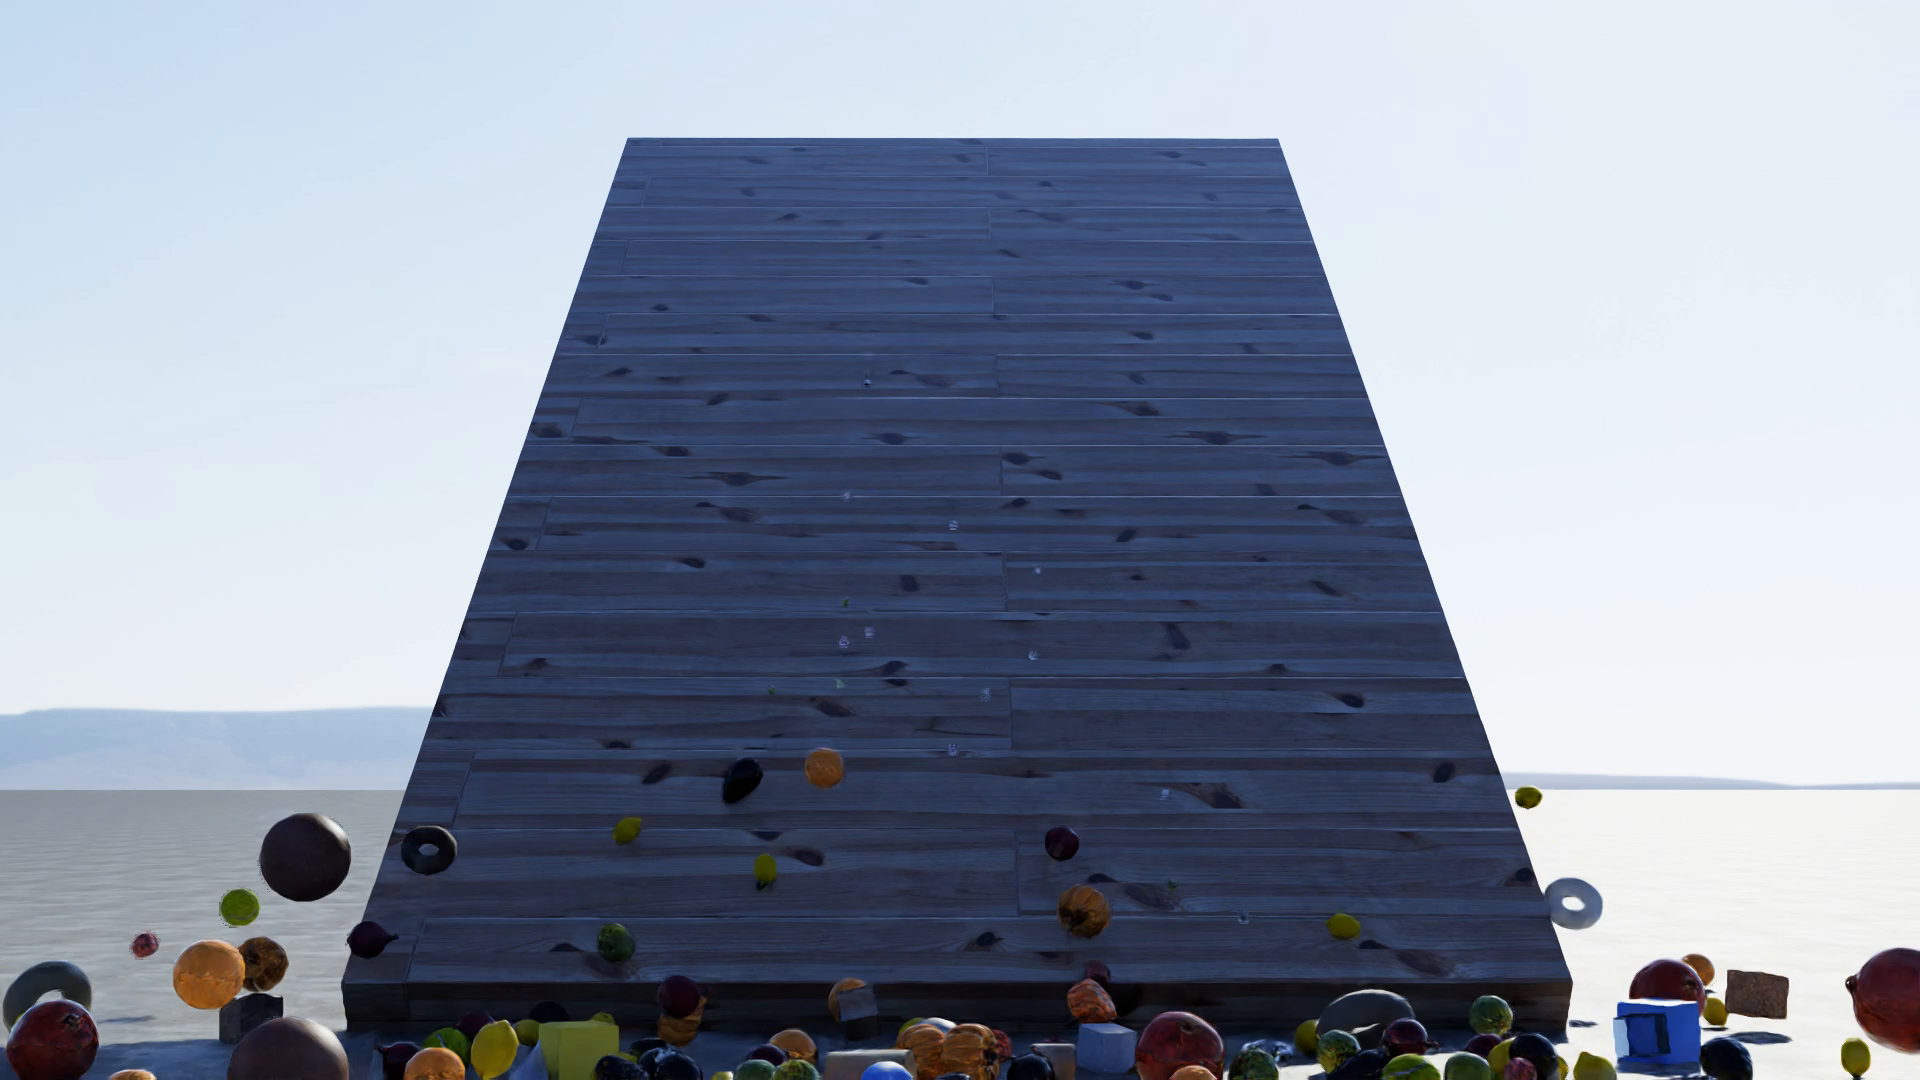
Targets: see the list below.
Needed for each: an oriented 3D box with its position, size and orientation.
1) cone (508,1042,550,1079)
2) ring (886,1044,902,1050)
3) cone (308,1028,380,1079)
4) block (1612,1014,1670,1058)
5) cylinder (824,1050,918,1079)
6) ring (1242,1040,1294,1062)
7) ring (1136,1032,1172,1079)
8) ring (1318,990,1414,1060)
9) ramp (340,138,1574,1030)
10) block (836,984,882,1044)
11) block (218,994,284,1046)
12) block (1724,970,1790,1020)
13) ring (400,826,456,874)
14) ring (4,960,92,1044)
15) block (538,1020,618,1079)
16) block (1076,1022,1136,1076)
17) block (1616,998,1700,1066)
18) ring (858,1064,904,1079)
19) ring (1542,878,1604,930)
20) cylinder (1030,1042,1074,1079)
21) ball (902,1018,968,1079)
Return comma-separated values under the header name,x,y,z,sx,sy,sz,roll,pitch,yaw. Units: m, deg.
name,x,y,z,sx,sy,sz,roll,pitch,yaw
cone,-0.561,0.690,3.171,0.062,0.062,0.062,13,-5,1
ring,-0.053,0.727,3.370,0.117,0.039,0.117,-2,-4,0
cone,-0.765,0.653,3.053,0.087,0.087,0.087,41,-1,1
block,0.916,0.667,3.235,0.052,0.052,0.052,2,-17,-12
cylinder,-0.103,0.638,2.781,0.093,0.093,0.093,-3,-6,10
ring,0.451,0.751,3.530,0.076,0.025,0.076,1,-4,0
ring,0.263,0.704,3.278,0.025,0.075,0.075,31,-2,8
ring,0.574,0.687,3.400,0.139,0.046,0.139,-4,-46,-4
ramp,-0.012,-0.215,5.670,2.000,0.100,4.000,0,29,0
block,-0.148,0.691,3.505,0.054,0.054,0.054,-10,-46,-7
block,-1.113,0.753,3.777,0.071,0.071,0.071,5,-8,-43
block,1.307,0.746,3.944,0.069,0.069,0.069,16,-14,-32
ring,-0.735,0.429,3.329,0.076,0.076,0.025,2,-42,-16
ring,-1.417,0.719,3.738,0.140,0.140,0.047,6,14,-44
block,-0.512,0.690,3.219,0.083,0.083,0.083,3,-7,-30
block,0.206,0.716,3.385,0.058,0.058,0.058,4,1,-34
block,1.025,0.720,3.527,0.084,0.084,0.084,4,-7,-40
ring,-0.070,0.585,2.465,0.034,0.102,0.102,-31,-15,14
ring,1.121,0.665,4.400,0.111,0.111,0.037,0,-44,1
cylinder,0.125,0.708,3.256,0.052,0.052,0.052,0,-6,-6
ball,-0.033,0.688,3.230,0.090,0.090,0.090,0,-6,0
